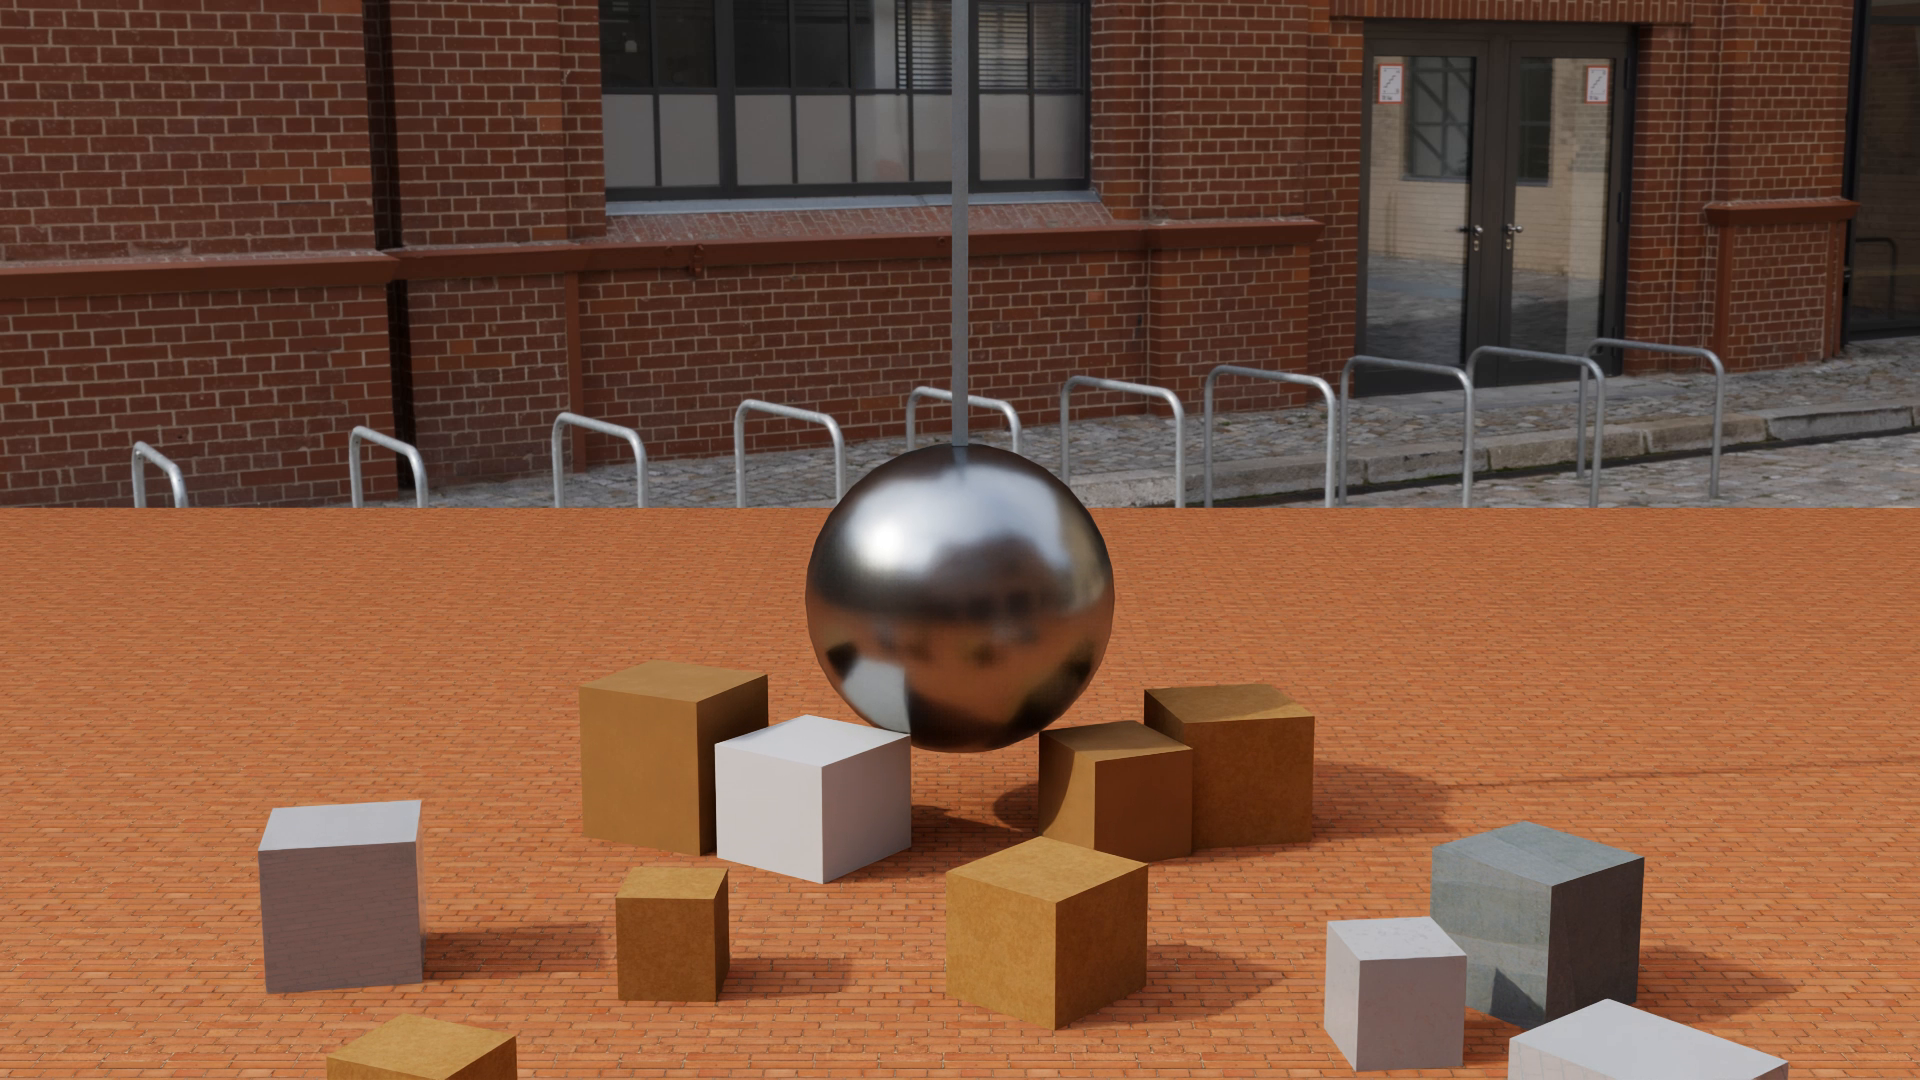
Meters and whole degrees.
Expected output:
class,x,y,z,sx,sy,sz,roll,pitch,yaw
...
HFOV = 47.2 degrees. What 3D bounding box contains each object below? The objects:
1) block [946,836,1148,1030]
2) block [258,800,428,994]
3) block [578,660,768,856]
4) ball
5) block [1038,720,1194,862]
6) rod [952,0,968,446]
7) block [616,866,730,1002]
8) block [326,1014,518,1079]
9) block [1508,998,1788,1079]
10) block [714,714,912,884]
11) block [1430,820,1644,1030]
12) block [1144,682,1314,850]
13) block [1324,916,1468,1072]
class,x,y,z,sx,sy,sz,roll,pitch,yaw
block,0.363,1.621,9.150,0.576,0.537,0.622,9,13,40
block,-2.638,1.522,9.450,0.631,0.624,0.598,-2,11,-11
block,-1.459,1.103,11.296,0.711,0.789,0.657,5,12,27
ball,0.000,0.300,11.336,1.600,1.600,1.600,0,10,0
block,0.775,1.270,11.044,0.546,0.550,0.612,-5,11,-24
rod,0.000,-3.035,10.672,0.080,5.200,0.080,0,11,0
block,-1.201,1.652,9.233,0.406,0.446,0.388,0,10,3
block,-1.843,1.953,7.576,0.480,0.447,0.414,5,11,24
block,2.229,1.947,7.182,0.543,0.599,0.678,-8,13,-38
block,-0.724,1.273,10.936,0.676,0.582,0.701,7,13,35
block,2.373,1.588,9.084,0.596,0.625,0.605,-8,13,-36
block,1.375,1.158,11.361,0.684,0.658,0.701,-2,11,-11
block,1.694,1.767,8.587,0.422,0.450,0.428,-1,10,-7
